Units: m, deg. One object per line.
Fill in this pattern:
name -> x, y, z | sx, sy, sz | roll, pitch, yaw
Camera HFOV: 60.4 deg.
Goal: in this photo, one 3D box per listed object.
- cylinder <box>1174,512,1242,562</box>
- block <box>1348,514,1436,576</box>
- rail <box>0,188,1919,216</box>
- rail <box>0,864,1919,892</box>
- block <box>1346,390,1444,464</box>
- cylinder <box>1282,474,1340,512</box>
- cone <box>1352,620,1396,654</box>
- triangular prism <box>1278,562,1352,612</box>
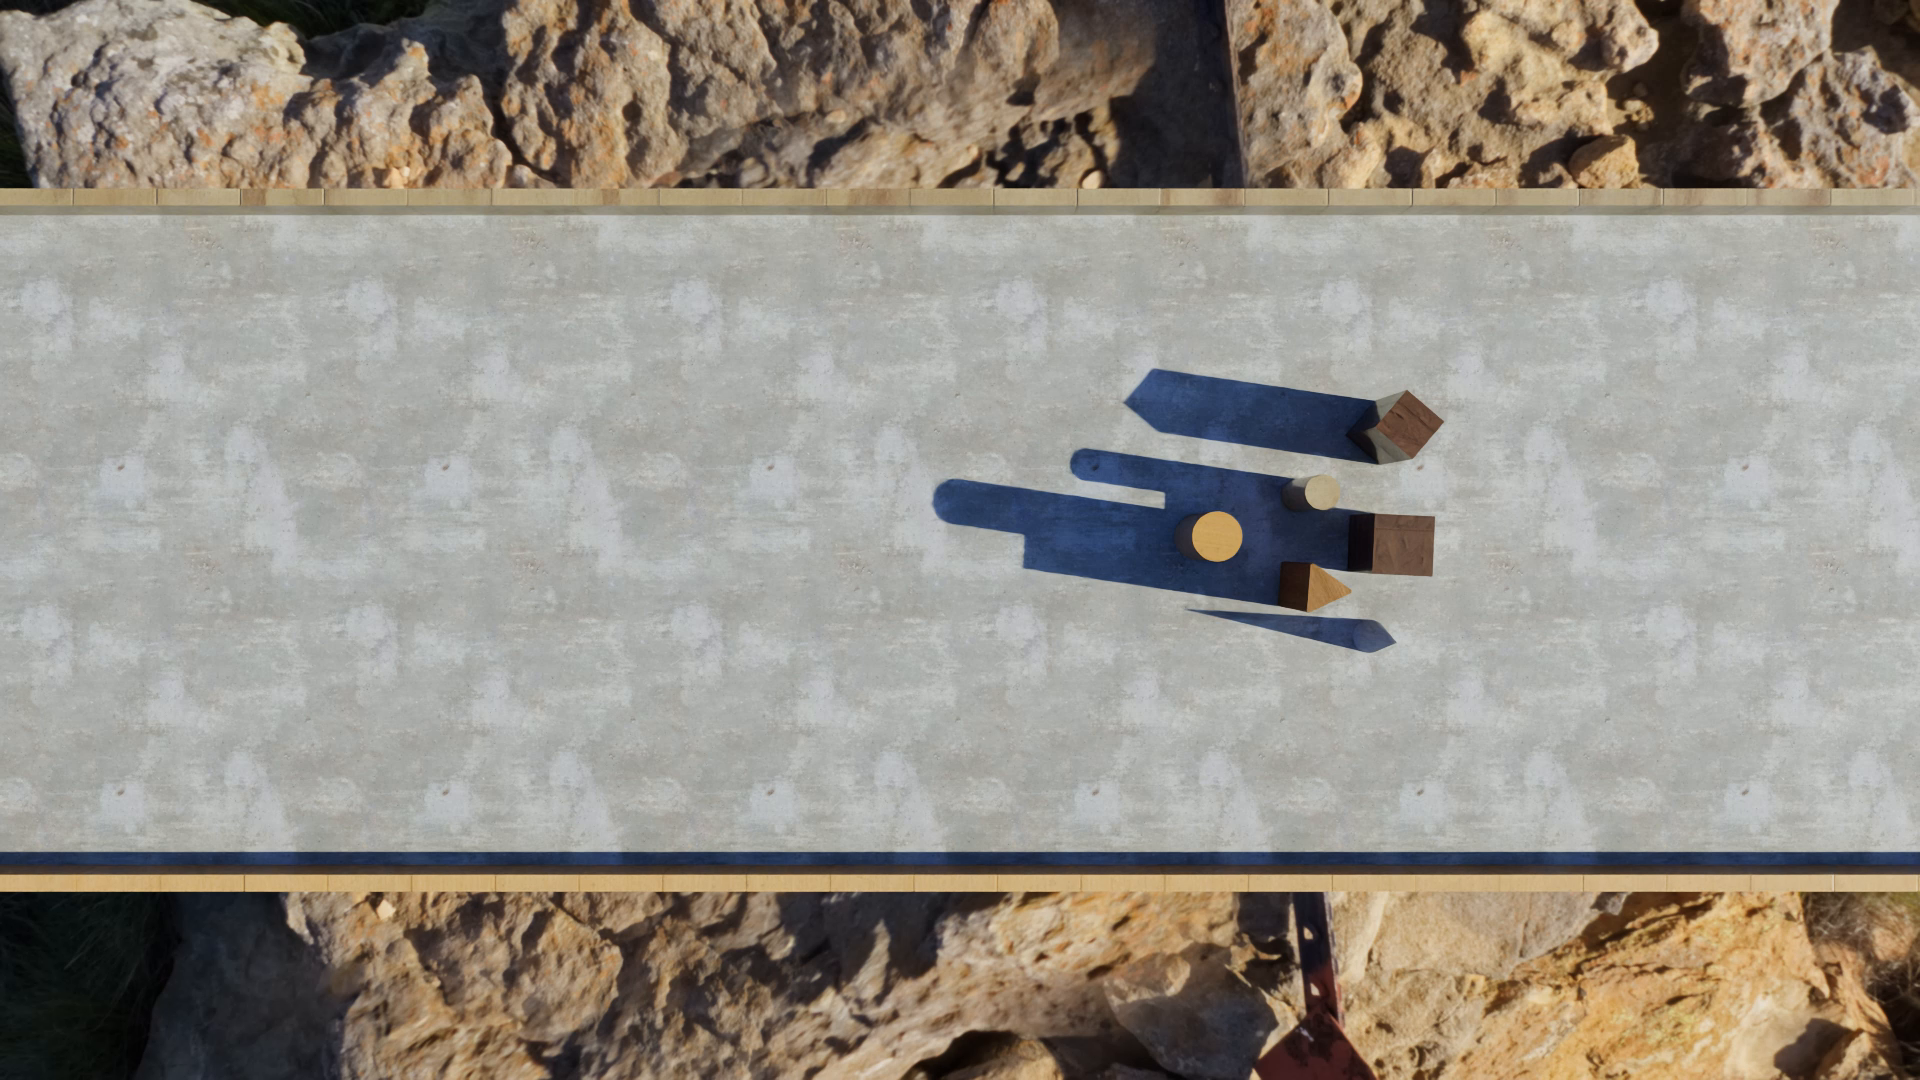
cylinder -> 0.729, -0.010, 4.876 | 0.142, 0.402, 0.142 | 0, 90, 0
block -> 1.283, 0.015, 4.922 | 0.175, 0.308, 0.175 | 3, 90, 0
rail -> -2.247, -1.025, 5.002 | 12.000, 0.150, 0.050 | 0, 90, 0
rail -> -2.247, 1.025, 5.001 | 12.000, 0.150, 0.050 | 0, 90, 0
block -> 1.284, -0.330, 4.892 | 0.141, 0.369, 0.141 | 41, 90, 0
cylinder -> 1.039, -0.137, 4.900 | 0.101, 0.352, 0.101 | 0, 90, 0
cone -> 1.261, 0.296, 4.918 | 0.103, 0.316, 0.103 | 0, 90, 0
triangular prism -> 1.018, 0.120, 4.864 | 0.137, 0.426, 0.119 | -25, 90, 0
